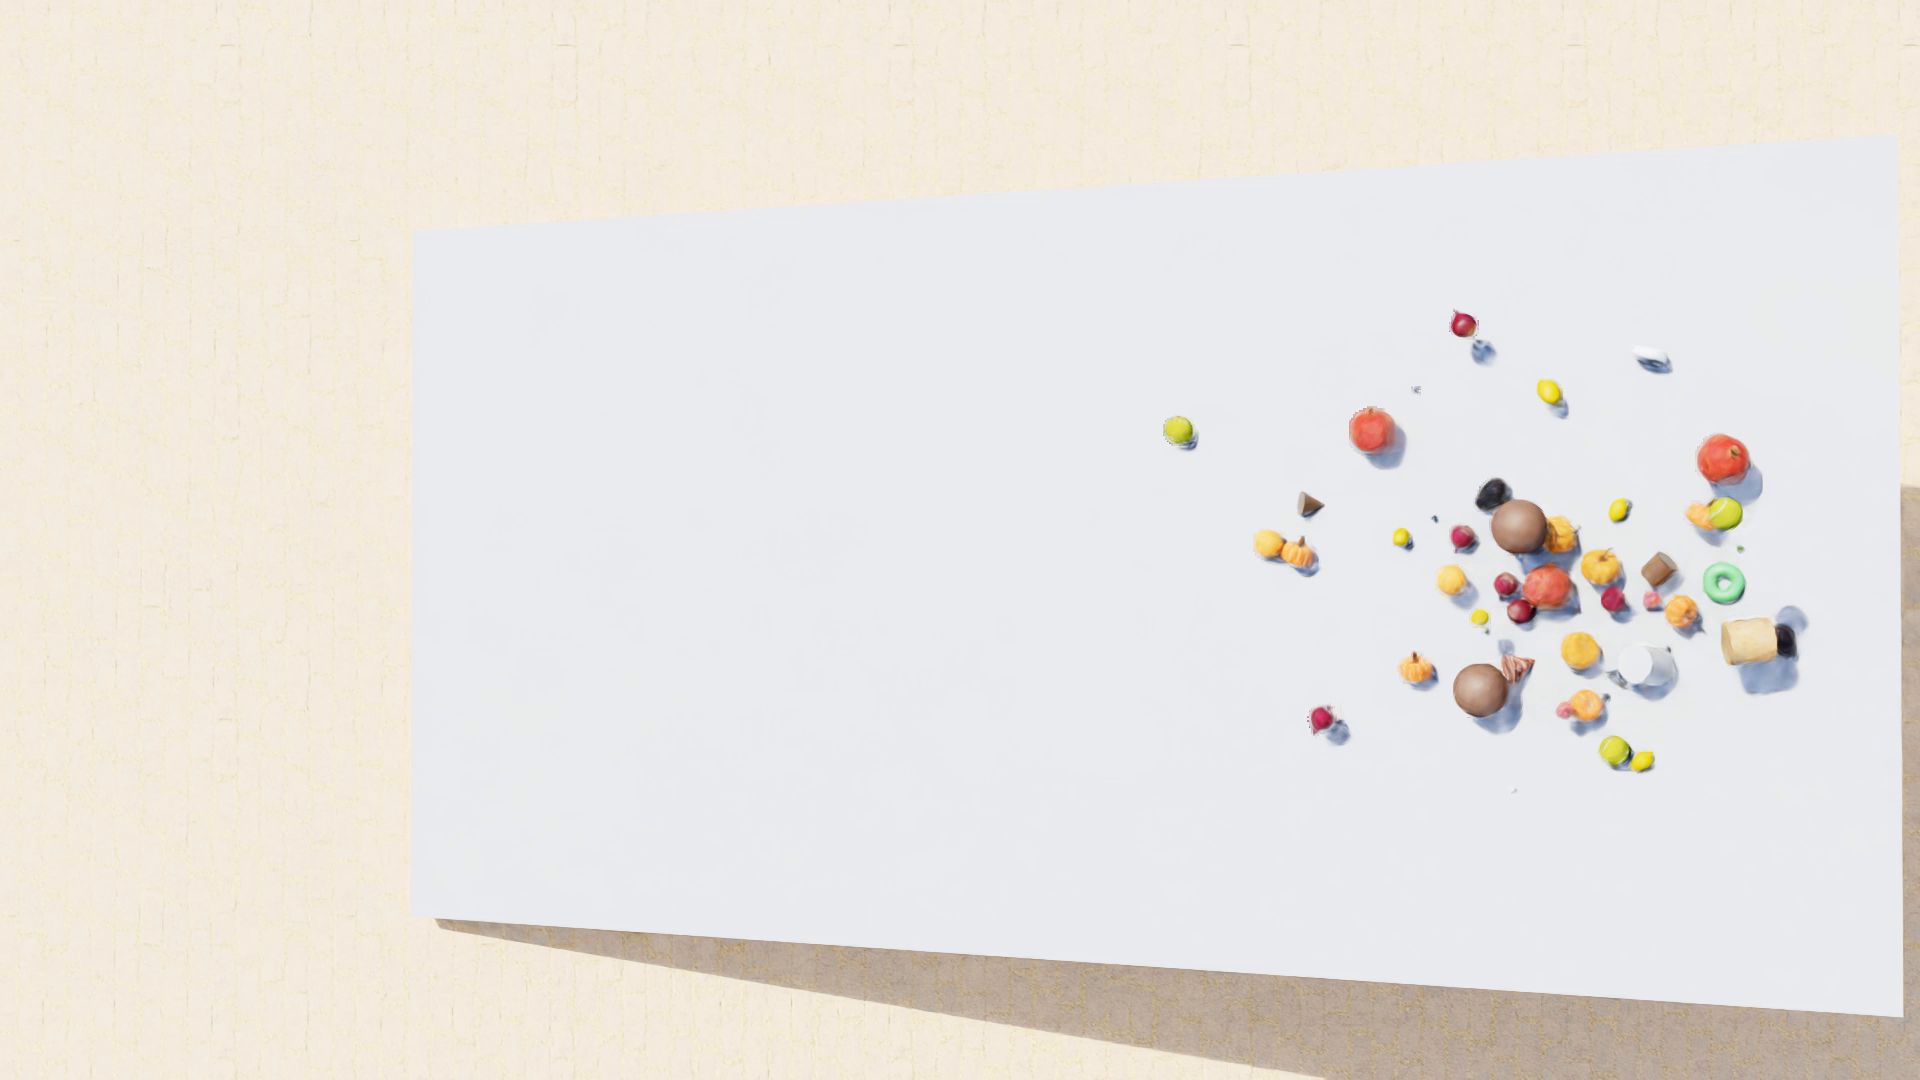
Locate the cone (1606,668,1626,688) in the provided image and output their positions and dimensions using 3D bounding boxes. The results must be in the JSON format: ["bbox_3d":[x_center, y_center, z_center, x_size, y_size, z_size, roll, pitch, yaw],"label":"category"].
[{"bbox_3d":[1.560,0.310,5.184,0.052,0.052,0.052,46,77,1],"label":"cone"}]

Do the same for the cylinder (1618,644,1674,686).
[{"bbox_3d":[1.596,0.291,5.116,0.089,0.089,0.089,8,89,-39],"label":"cylinder"}]

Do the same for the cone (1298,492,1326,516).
[{"bbox_3d":[0.876,-0.088,5.450,0.064,0.064,0.064,3,89,-7],"label":"cone"}]

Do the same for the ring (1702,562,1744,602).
[{"bbox_3d":[1.770,0.098,5.099,0.094,0.031,0.094,1,94,24],"label":"ring"}]

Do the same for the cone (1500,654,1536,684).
[{"bbox_3d":[1.346,0.298,5.261,0.076,0.076,0.076,-19,89,-7],"label":"cone"}]

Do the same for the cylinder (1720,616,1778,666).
[{"bbox_3d":[1.775,0.228,4.952,0.098,0.098,0.098,-7,89,6],"label":"cylinder"}]

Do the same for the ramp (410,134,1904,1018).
[{"bbox_3d":[0.282,0.088,5.746,4.000,0.100,2.000,0,89,21],"label":"ramp"}]

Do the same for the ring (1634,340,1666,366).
[{"bbox_3d":[1.612,-0.437,5.139,0.081,0.081,0.027,26,119,0],"label":"ring"}]

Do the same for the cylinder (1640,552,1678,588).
[{"bbox_3d":[1.628,0.068,5.121,0.060,0.060,0.060,40,120,0],"label":"cylinder"}]
